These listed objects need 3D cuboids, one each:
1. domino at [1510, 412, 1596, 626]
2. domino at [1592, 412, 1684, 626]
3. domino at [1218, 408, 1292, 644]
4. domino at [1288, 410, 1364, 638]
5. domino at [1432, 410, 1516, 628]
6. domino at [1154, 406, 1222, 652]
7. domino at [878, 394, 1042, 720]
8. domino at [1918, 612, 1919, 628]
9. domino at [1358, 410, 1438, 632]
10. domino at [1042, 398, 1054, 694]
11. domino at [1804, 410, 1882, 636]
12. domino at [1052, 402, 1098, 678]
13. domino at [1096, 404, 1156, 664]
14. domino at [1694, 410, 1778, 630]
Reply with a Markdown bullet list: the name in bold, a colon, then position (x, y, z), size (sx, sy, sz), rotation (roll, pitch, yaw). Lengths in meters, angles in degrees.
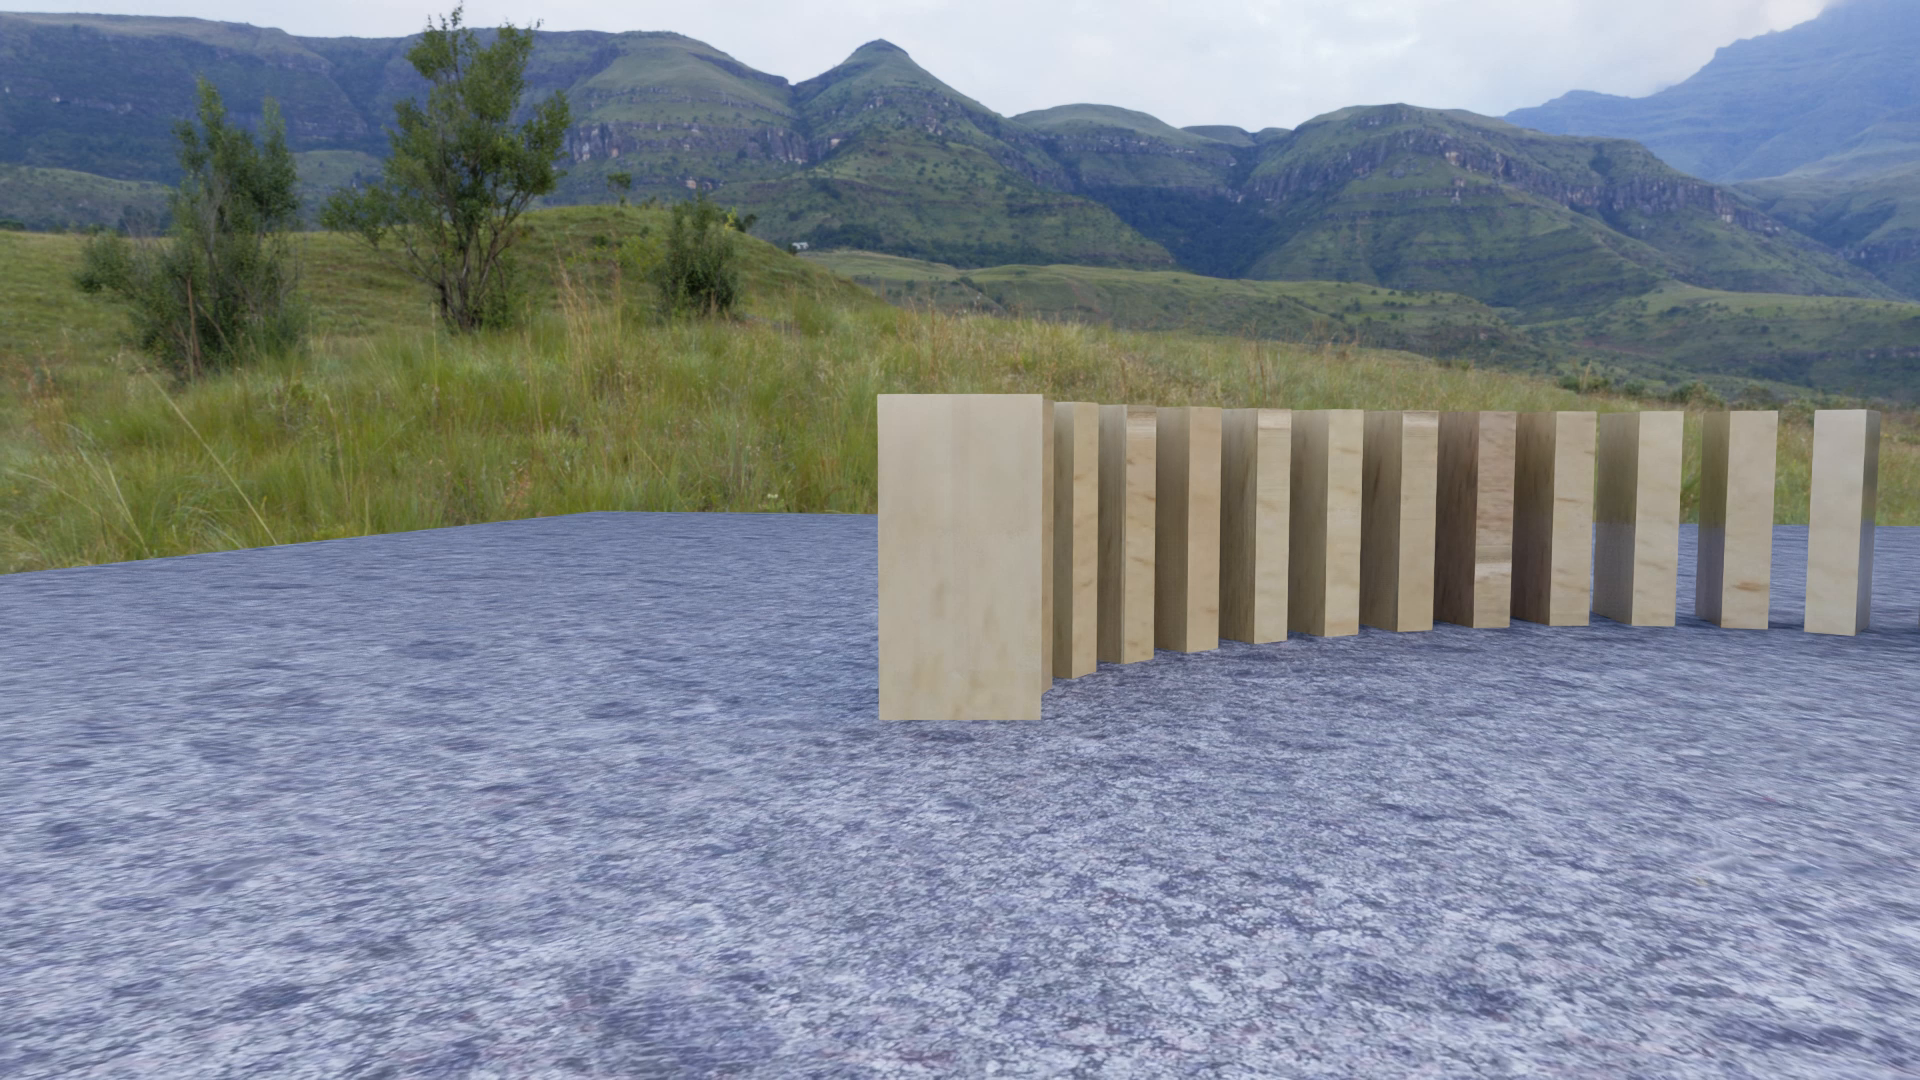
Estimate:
- **domino**: position (0.142, -0.006, 0.311), size (0.010, 0.050, 0.025), rotation (0, 4, -3)
- **domino**: position (0.163, -0.006, 0.310), size (0.010, 0.050, 0.025), rotation (1, 4, 7)
- **domino**: position (0.060, -0.004, 0.284), size (0.010, 0.050, 0.025), rotation (-3, 5, -30)
- **domino**: position (0.080, -0.005, 0.294), size (0.010, 0.050, 0.025), rotation (-2, 5, -24)
- **domino**: position (0.121, -0.006, 0.308), size (0.010, 0.050, 0.025), rotation (-1, 4, -13)
- **domino**: position (0.042, -0.003, 0.272), size (0.010, 0.050, 0.025), rotation (-3, 5, -37)
- **domino**: position (0.000, 0.002, 0.201), size (0.025, 0.050, 0.010), rotation (0, 4, 0)
- **domino**: position (0.220, -0.004, 0.282), size (0.009, 0.050, 0.025), rotation (2, 5, 28)
- **domino**: position (0.100, -0.005, 0.302), size (0.010, 0.050, 0.025), rotation (-1, 5, -18)
- **domino**: position (0.003, 0.001, 0.222), size (0.025, 0.050, 0.009), rotation (2, 5, 19)
- **domino**: position (0.203, -0.005, 0.295), size (0.010, 0.050, 0.025), rotation (4, 6, 41)
- **domino**: position (0.013, -0.001, 0.241), size (0.025, 0.050, 0.009), rotation (3, 5, 33)
- **domino**: position (0.026, -0.002, 0.258), size (0.025, 0.050, 0.009), rotation (4, 6, 44)
- **domino**: position (0.185, -0.005, 0.306), size (0.009, 0.050, 0.025), rotation (1, 4, 17)
